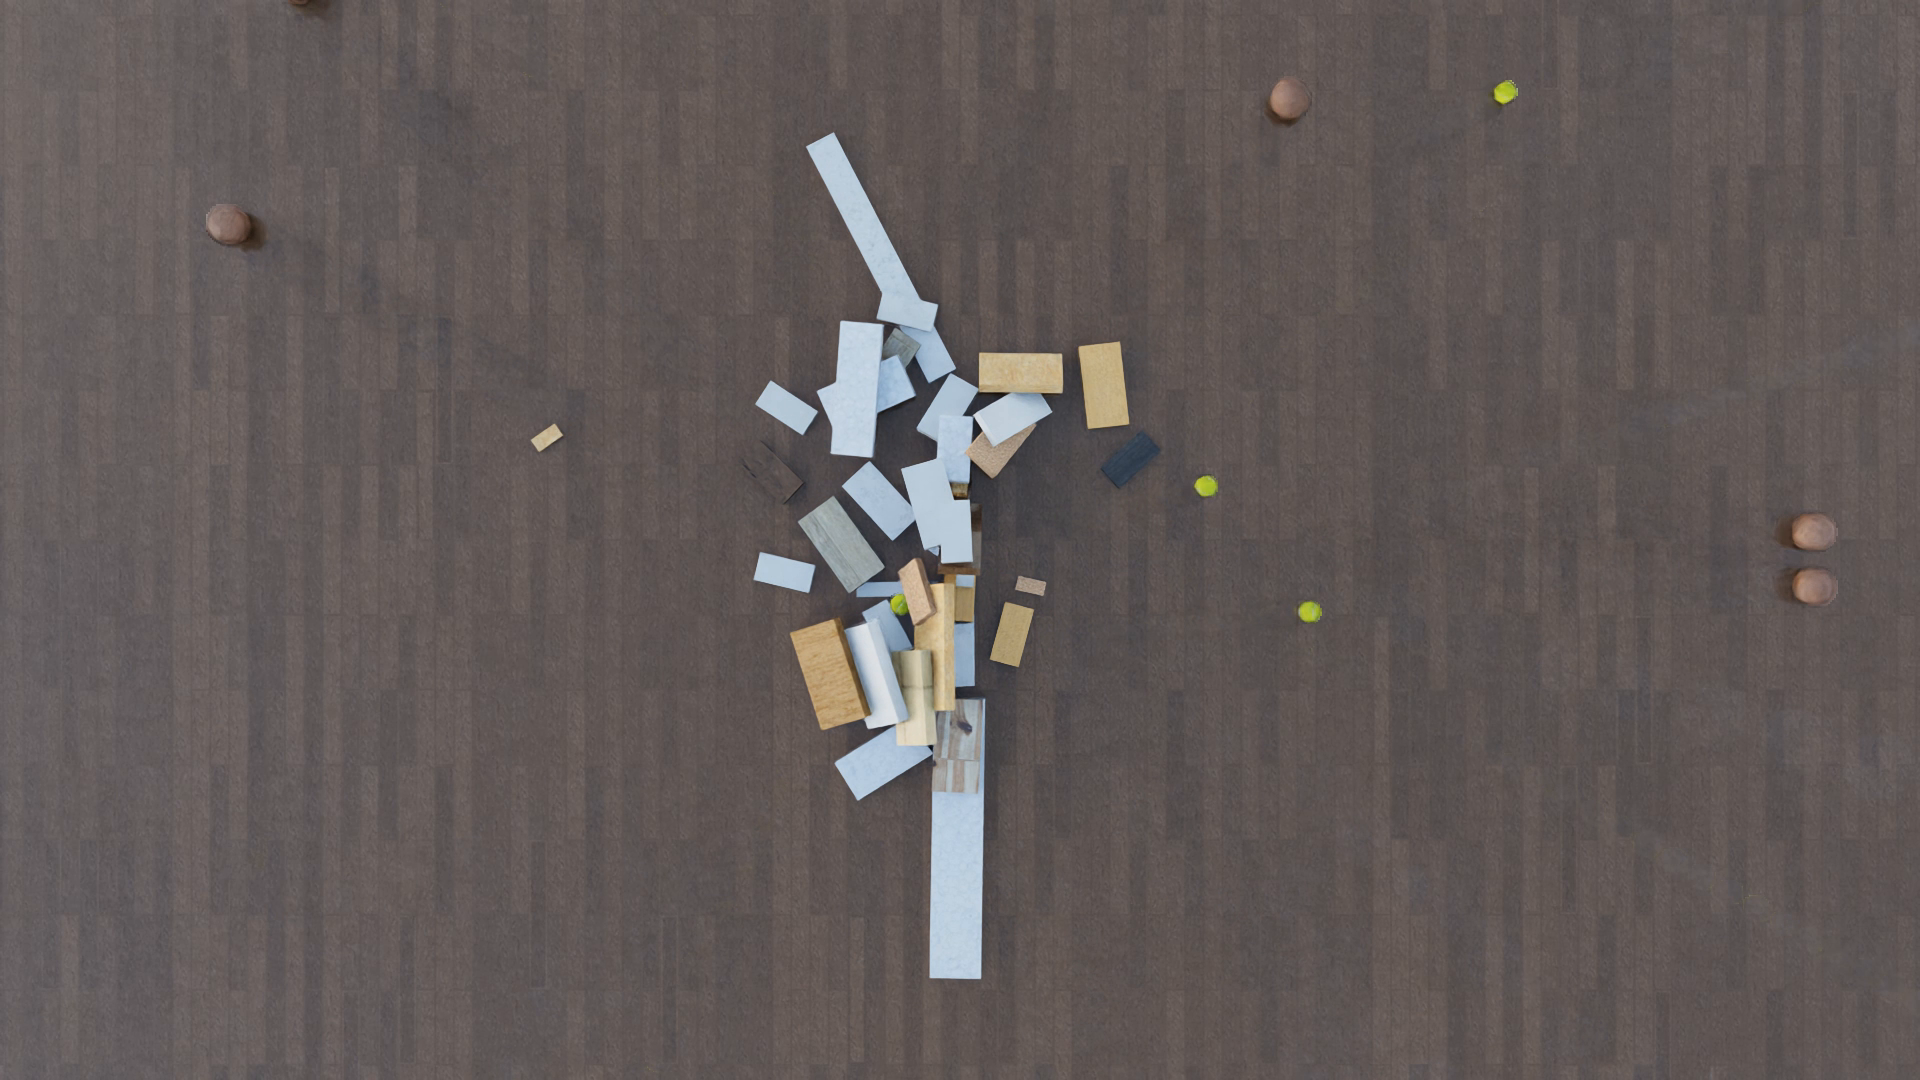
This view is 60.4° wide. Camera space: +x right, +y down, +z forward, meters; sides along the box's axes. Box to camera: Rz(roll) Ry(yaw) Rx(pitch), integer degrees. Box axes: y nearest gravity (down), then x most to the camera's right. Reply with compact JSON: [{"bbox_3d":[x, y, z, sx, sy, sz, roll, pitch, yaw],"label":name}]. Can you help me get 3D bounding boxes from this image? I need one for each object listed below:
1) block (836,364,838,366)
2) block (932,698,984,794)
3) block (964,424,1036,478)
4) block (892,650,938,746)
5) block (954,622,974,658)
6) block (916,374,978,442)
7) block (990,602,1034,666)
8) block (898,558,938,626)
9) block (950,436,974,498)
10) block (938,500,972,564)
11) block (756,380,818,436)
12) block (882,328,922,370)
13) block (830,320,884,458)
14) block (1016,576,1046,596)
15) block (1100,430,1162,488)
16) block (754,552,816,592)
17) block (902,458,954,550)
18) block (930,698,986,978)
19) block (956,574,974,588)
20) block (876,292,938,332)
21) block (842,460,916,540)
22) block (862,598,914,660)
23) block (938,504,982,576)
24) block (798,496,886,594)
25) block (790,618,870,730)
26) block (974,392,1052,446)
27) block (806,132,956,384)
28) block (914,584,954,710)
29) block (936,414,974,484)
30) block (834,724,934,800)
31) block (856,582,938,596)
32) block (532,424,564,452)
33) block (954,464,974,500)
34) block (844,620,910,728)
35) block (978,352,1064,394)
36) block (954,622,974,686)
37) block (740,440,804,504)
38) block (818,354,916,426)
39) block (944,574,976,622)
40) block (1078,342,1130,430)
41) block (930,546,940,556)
[{"bbox_3d":[-0.362,-0.602,5.493,0.047,0.013,0.095,42,90,0],"label":"block"},{"bbox_3d":[-0.008,0.675,5.430,0.153,0.043,0.307,3,90,0],"label":"block"},{"bbox_3d":[0.134,-0.332,5.417,0.124,0.035,0.248,43,61,-8],"label":"block"},{"bbox_3d":[-0.151,0.515,5.391,0.043,0.153,0.307,-1,85,-41],"label":"block"},{"bbox_3d":[-0.004,0.349,5.485,0.103,0.029,0.207,0,90,0],"label":"block"},{"bbox_3d":[-0.040,-0.432,5.459,0.109,0.031,0.219,30,80,6],"label":"block"},{"bbox_3d":[0.172,0.314,5.486,0.099,0.028,0.198,15,90,0],"label":"block"},{"bbox_3d":[-0.140,0.170,5.420,0.099,0.028,0.198,-39,59,40],"label":"block"},{"bbox_3d":[-0.020,-0.248,5.436,0.109,0.031,0.219,6,64,2],"label":"block"},{"bbox_3d":[-0.014,-0.027,5.284,0.099,0.028,0.198,-3,83,0],"label":"block"},{"bbox_3d":[-0.576,-0.439,5.487,0.187,0.027,0.094,33,90,0],"label":"block"},{"bbox_3d":[-0.226,-0.589,5.468,0.102,0.029,0.204,34,99,2],"label":"block"},{"bbox_3d":[-0.337,-0.495,5.415,0.137,0.039,0.435,6,97,6],"label":"block"},{"bbox_3d":[0.236,0.153,5.493,0.094,0.013,0.047,13,90,0],"label":"block"},{"bbox_3d":[0.567,-0.268,5.487,0.187,0.027,0.094,-42,90,0],"label":"block"},{"bbox_3d":[-0.583,0.108,5.487,0.187,0.027,0.094,13,90,0],"label":"block"},{"bbox_3d":[-0.087,-0.116,5.331,0.136,0.039,0.272,-16,83,-1],"label":"block"},{"bbox_3d":[-0.009,0.987,5.476,0.169,0.048,0.925,1,90,0],"label":"block"},{"bbox_3d":[0.018,0.110,5.408,0.059,0.117,0.017,3,49,0],"label":"block"},{"bbox_3d":[-0.174,-0.754,5.458,0.186,0.026,0.093,14,90,0],"label":"block"},{"bbox_3d":[-0.262,-0.130,5.482,0.124,0.035,0.248,-43,90,0],"label":"block"},{"bbox_3d":[-0.240,0.301,5.487,0.093,0.026,0.186,-29,90,0],"label":"block"},{"bbox_3d":[0.002,-0.006,5.400,0.136,0.039,0.272,2,51,0],"label":"block"},{"bbox_3d":[-0.391,0.016,5.468,0.147,0.042,0.293,-36,86,-1],"label":"block"},{"bbox_3d":[-0.427,0.441,5.446,0.169,0.048,0.338,-18,90,22],"label":"block"},{"bbox_3d":[0.175,-0.416,5.423,0.247,0.035,0.124,-32,89,-30],"label":"block"},{"bbox_3d":[-0.261,-0.937,5.486,0.102,0.029,0.882,-27,90,0],"label":"block"},{"bbox_3d":[-0.084,0.351,5.396,0.043,0.153,0.410,4,83,-40],"label":"block"},{"bbox_3d":[-0.018,-0.297,5.398,0.109,0.031,0.219,3,78,1],"label":"block"},{"bbox_3d":[-0.252,0.723,5.479,0.293,0.042,0.147,-32,90,0],"label":"block"},{"bbox_3d":[-0.208,0.163,5.493,0.272,0.014,0.048,-1,90,0],"label":"block"},{"bbox_3d":[-1.375,-0.341,5.493,0.095,0.014,0.048,-35,90,0],"label":"block"},{"bbox_3d":[-0.035,-0.131,5.418,0.136,0.039,0.272,4,62,1],"label":"block"},{"bbox_3d":[-0.287,0.443,5.421,0.048,0.169,0.338,-18,90,-42],"label":"block"},{"bbox_3d":[0.200,-0.552,5.445,0.275,0.039,0.137,1,55,0],"label":"block"},{"bbox_3d":[-0.010,0.381,5.456,0.104,0.029,0.207,-4,90,0],"label":"block"},{"bbox_3d":[-0.627,-0.225,5.486,0.204,0.029,0.102,44,90,0],"label":"block"},{"bbox_3d":[-0.308,-0.485,5.453,0.293,0.042,0.147,-23,93,9],"label":"block"},{"bbox_3d":[-0.002,0.167,5.468,0.104,0.029,0.207,3,81,0],"label":"block"},{"bbox_3d":[0.477,-0.512,5.481,0.137,0.039,0.275,-7,90,0],"label":"block"},{"bbox_3d":[-0.068,0.001,5.493,0.048,0.014,0.095,35,90,0],"label":"block"}]
